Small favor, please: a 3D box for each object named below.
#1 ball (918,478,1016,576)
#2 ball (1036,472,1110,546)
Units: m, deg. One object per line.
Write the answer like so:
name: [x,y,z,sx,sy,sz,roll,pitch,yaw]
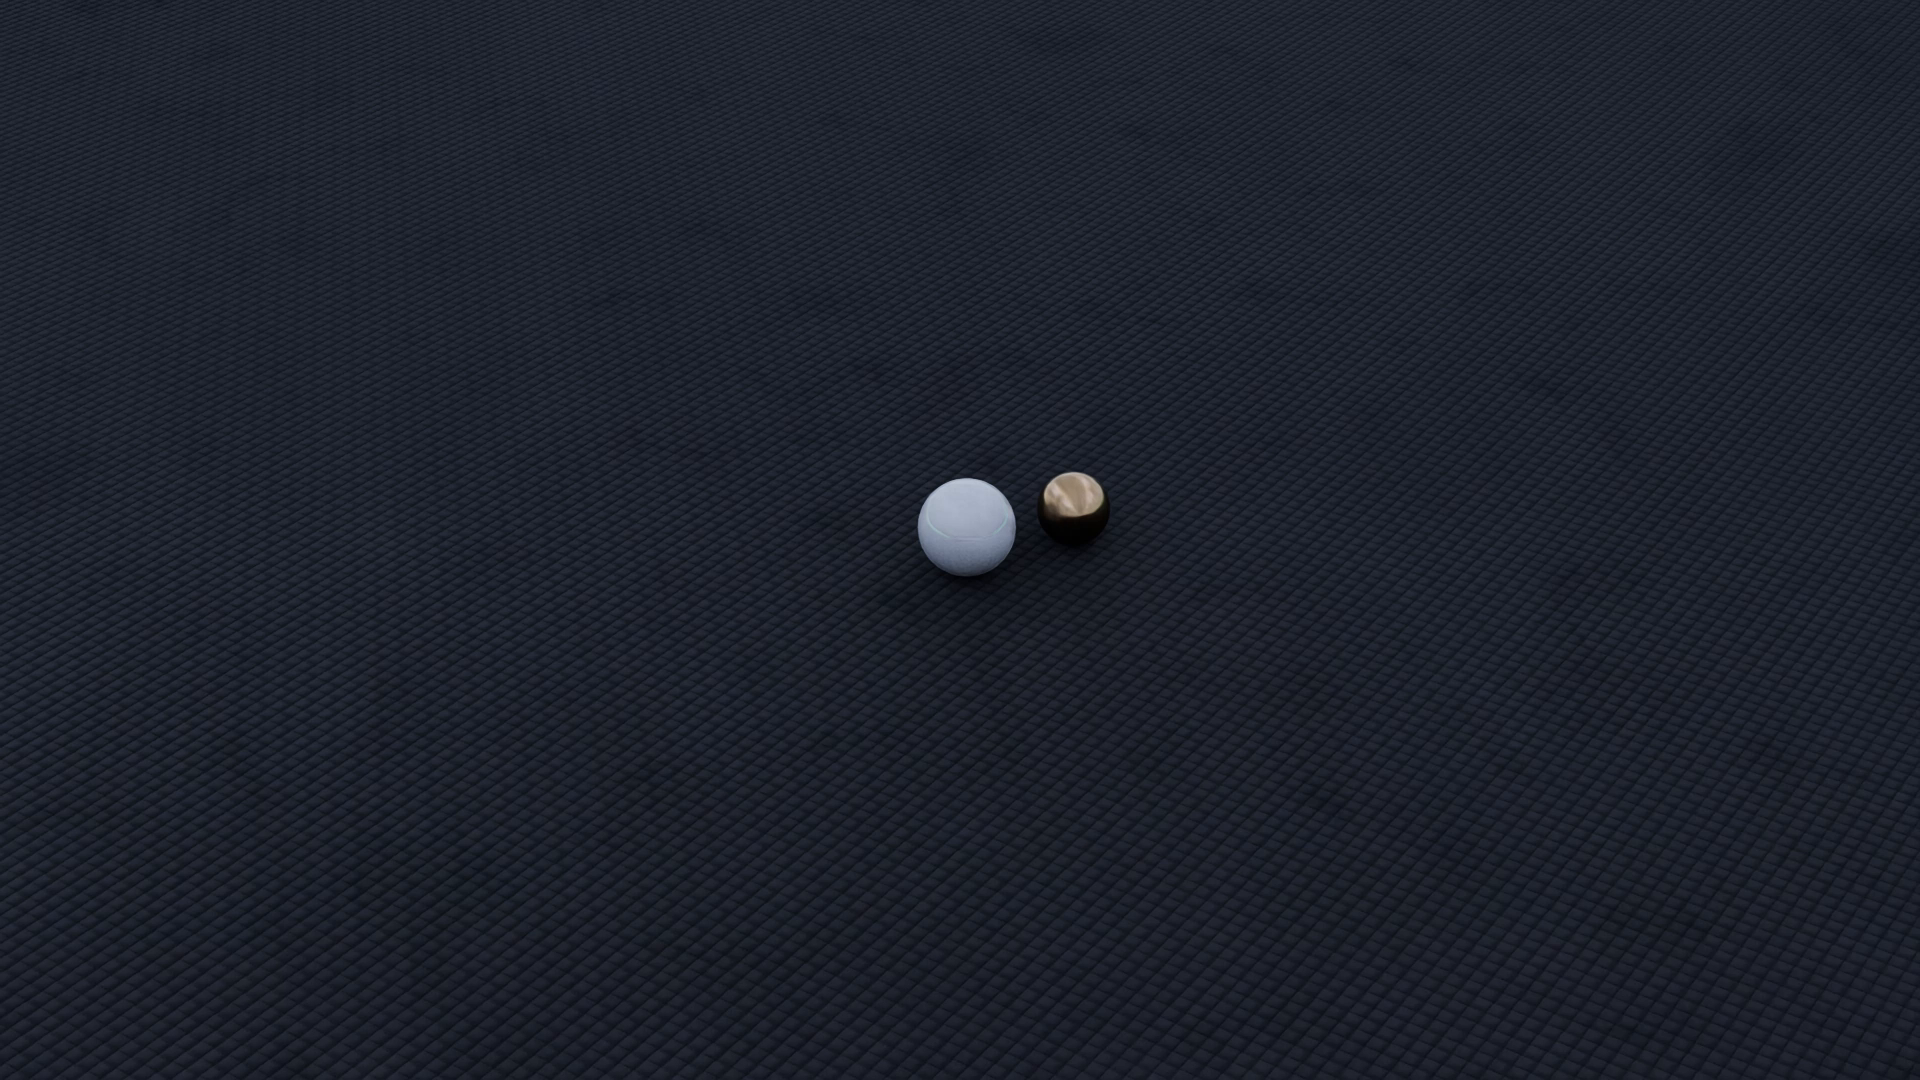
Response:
ball: [0.004,-0.007,1.699,0.057,0.057,0.057,0,31,0]
ball: [0.067,-0.019,1.731,0.044,0.044,0.044,0,31,0]
